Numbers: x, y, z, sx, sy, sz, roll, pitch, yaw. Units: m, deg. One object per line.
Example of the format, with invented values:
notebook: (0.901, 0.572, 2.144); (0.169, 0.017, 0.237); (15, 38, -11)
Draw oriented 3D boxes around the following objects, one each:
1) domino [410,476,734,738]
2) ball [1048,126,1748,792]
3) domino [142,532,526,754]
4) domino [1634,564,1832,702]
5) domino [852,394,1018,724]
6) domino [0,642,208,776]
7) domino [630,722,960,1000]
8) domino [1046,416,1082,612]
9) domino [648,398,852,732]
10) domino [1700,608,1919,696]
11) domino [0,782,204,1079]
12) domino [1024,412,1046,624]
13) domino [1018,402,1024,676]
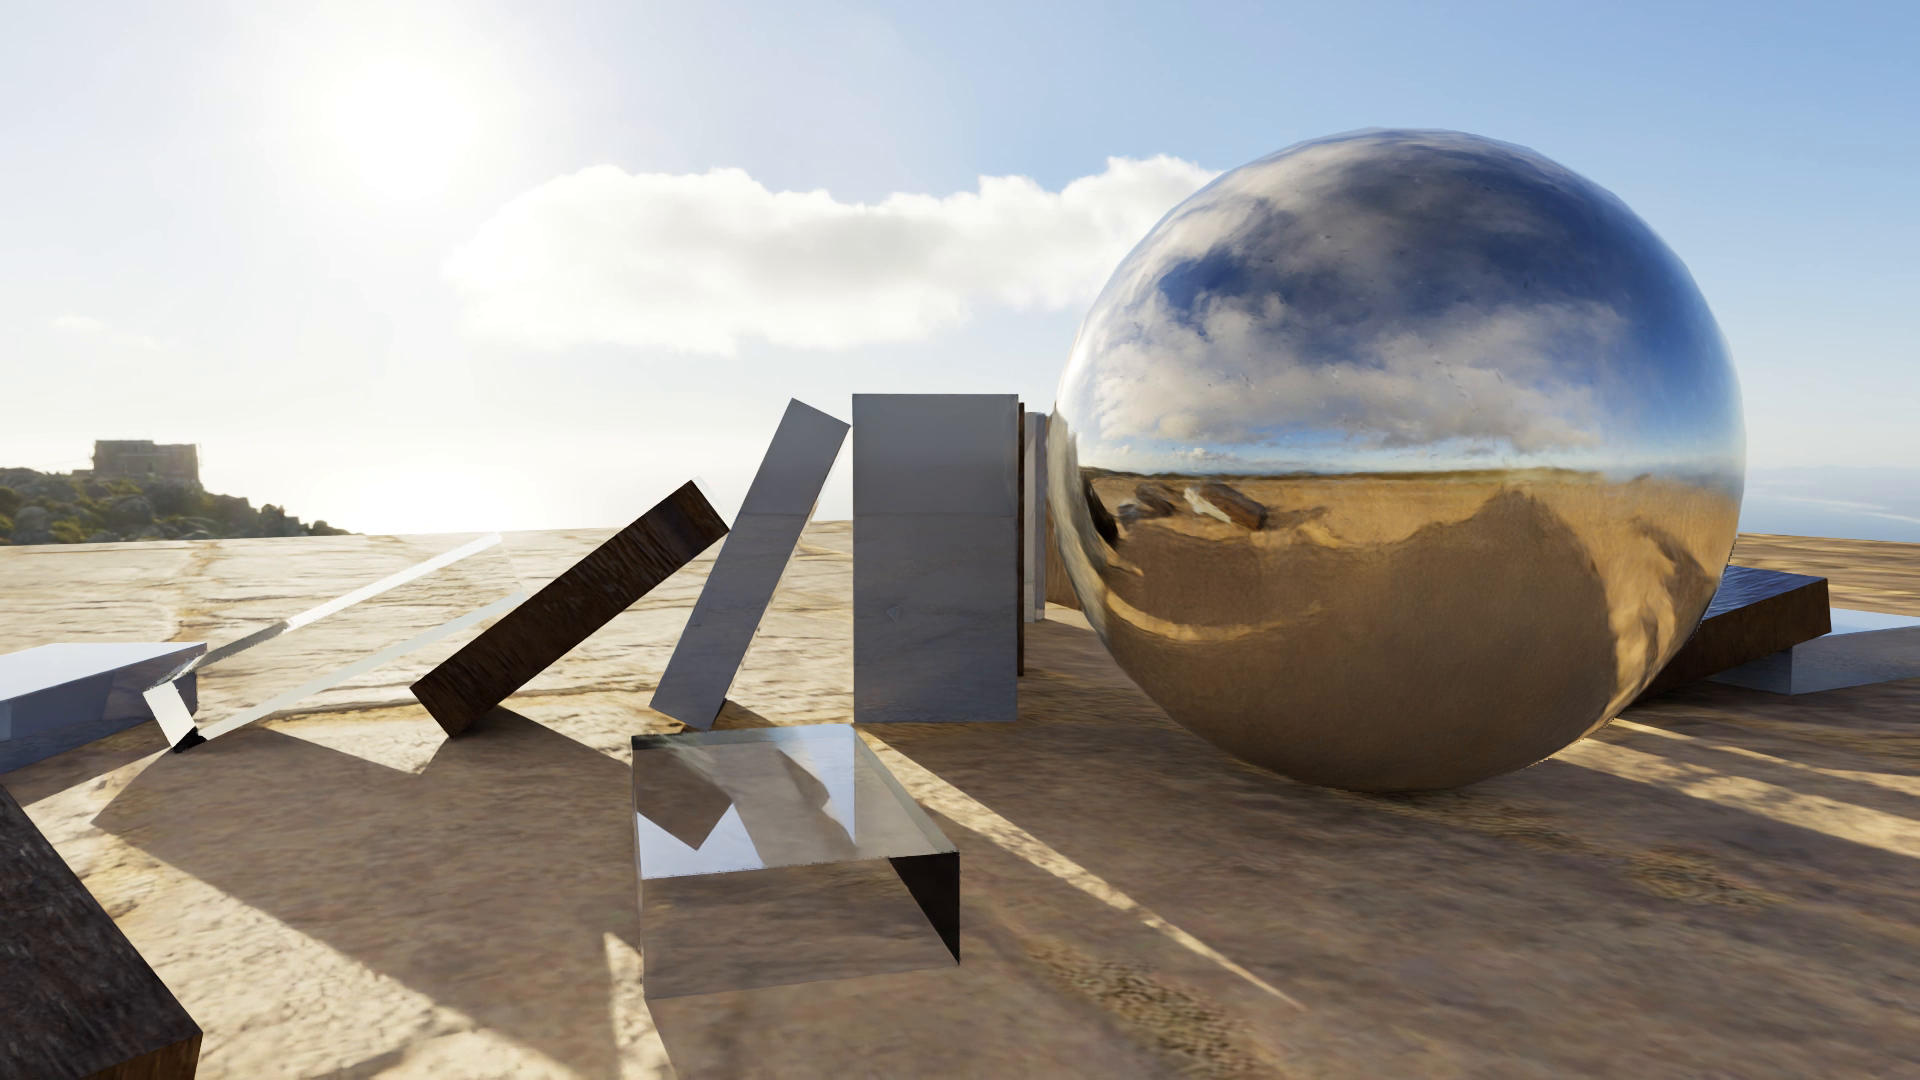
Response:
domino: (-0.058, 0.009, 0.199); (0.050, 0.010, 0.025); (-37, 9, -4)
ball: (0.051, -0.009, 0.159); (0.080, 0.080, 0.080); (0, 4, 0)
domino: (-0.092, 0.014, 0.194); (0.050, 0.010, 0.025); (-25, 12, -17)
domino: (0.119, 0.016, 0.220); (0.050, 0.009, 0.025); (-14, 10, -17)
domino: (-0.004, 0.003, 0.199); (0.025, 0.050, 0.009); (0, 4, -3)
domino: (-0.137, 0.024, 0.189); (0.025, 0.009, 0.050); (0, 4, -2)
domino: (-0.019, 0.028, 0.125); (0.025, 0.010, 0.050); (-1, 4, -15)
domino: (0.031, -0.008, 0.338); (0.009, 0.050, 0.025); (-1, 5, -18)
domino: (-0.032, 0.003, 0.200); (0.010, 0.050, 0.025); (25, 2, -5)
domino: (0.158, 0.020, 0.239); (0.050, 0.010, 0.025); (-2, 5, -26)
domino: (-0.071, 0.023, 0.076); (0.050, 0.010, 0.025); (29, 19, 28)
domino: (0.007, -0.006, 0.311); (0.025, 0.050, 0.009); (1, 5, 19)
domino: (-0.001, 0.000, 0.238); (0.025, 0.050, 0.010); (0, 4, -1)
